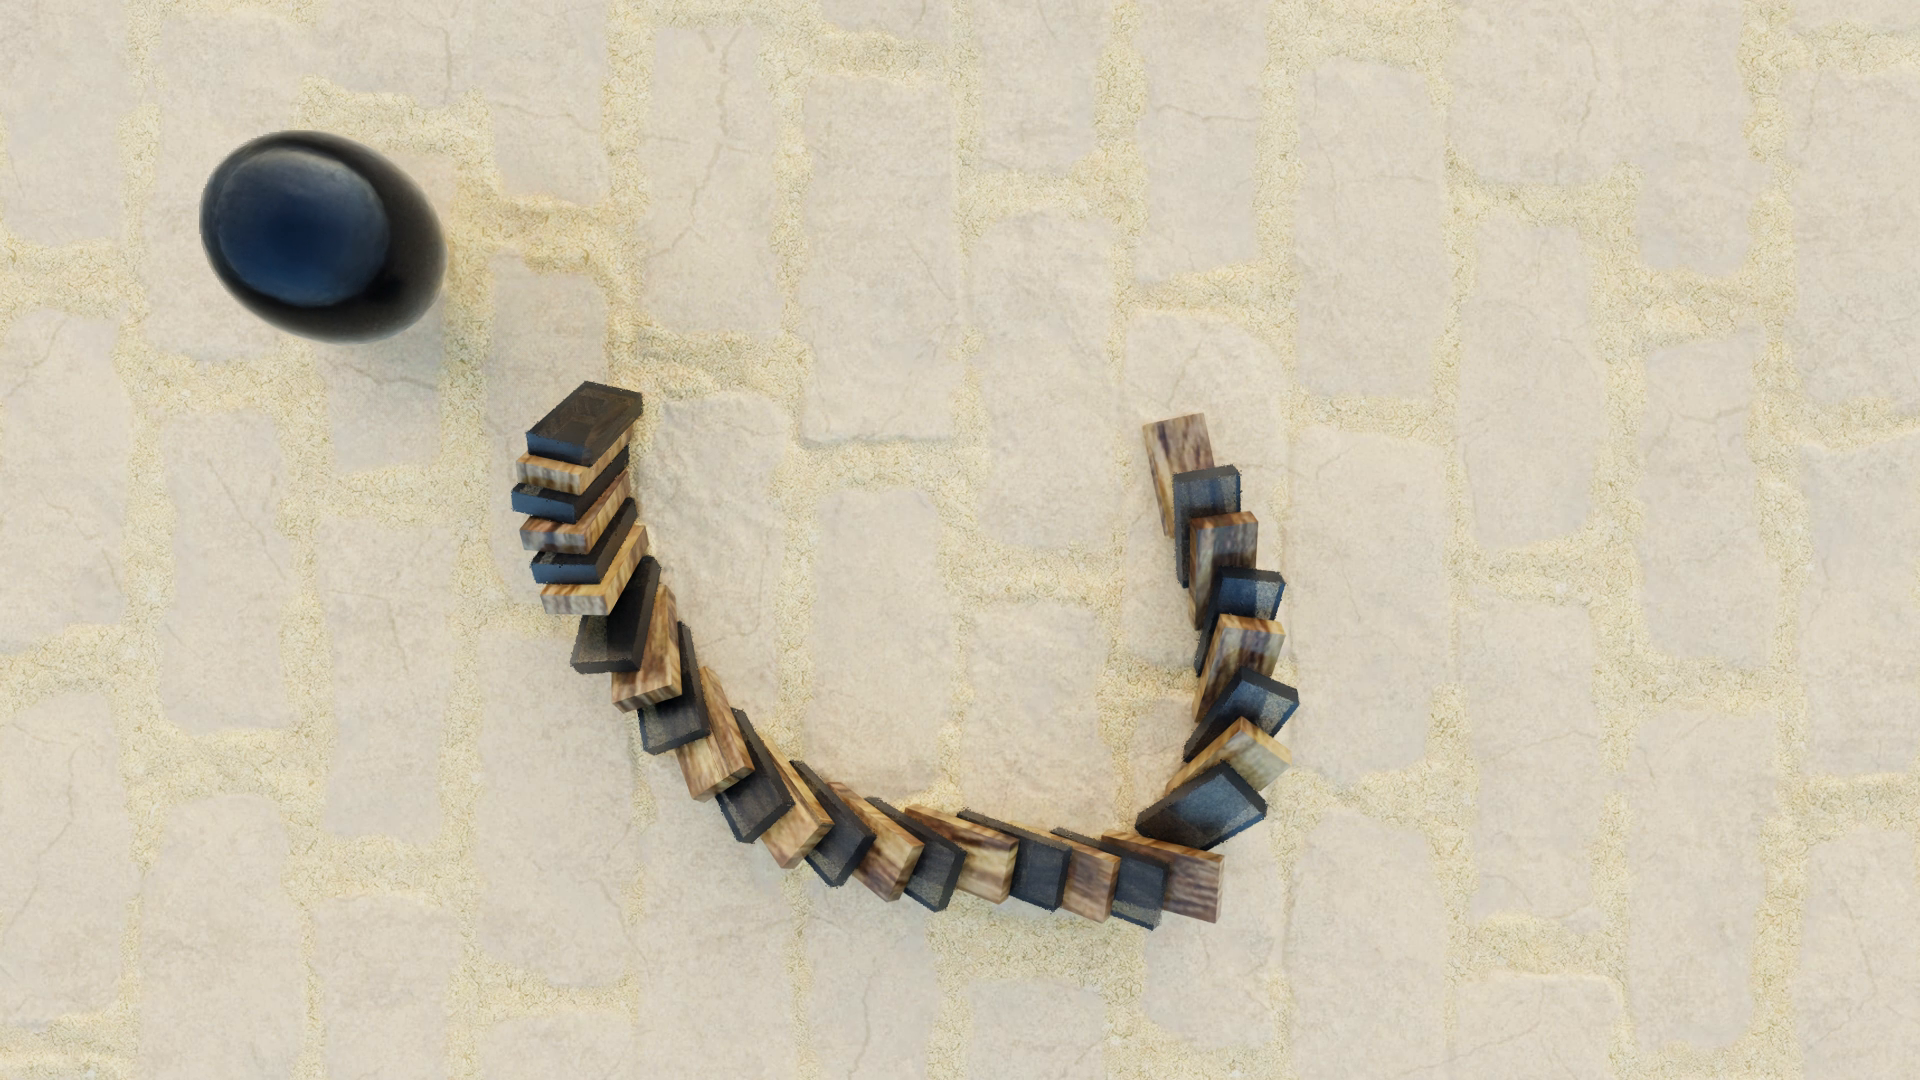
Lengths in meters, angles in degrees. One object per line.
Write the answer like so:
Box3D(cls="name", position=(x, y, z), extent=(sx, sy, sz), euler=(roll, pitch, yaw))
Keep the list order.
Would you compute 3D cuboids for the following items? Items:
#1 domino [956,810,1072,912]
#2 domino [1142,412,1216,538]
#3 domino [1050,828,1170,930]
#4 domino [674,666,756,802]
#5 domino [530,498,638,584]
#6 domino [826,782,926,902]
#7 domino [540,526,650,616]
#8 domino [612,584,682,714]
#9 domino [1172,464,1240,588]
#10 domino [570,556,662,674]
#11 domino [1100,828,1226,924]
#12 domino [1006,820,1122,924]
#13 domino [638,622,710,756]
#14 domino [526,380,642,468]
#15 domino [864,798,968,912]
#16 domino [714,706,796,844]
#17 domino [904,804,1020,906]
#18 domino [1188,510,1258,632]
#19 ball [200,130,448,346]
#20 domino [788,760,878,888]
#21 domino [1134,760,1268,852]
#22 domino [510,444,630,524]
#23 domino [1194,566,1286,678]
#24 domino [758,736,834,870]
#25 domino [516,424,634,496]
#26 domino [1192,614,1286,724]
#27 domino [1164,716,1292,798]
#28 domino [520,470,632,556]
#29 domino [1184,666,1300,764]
Box3D(cls="domino", position=(0.020, 0.134, 0.384), extent=(0.050, 0.010, 0.025), euler=(11, 90, 28))
Box3D(cls="domino", position=(0.097, -0.028, 0.395), extent=(0.025, 0.009, 0.050), euler=(-12, 90, 0))
Box3D(cls="domino", position=(0.060, 0.141, 0.384), extent=(0.050, 0.009, 0.025), euler=(11, 90, 28))
Box3D(cls="domino", position=(-0.107, 0.081, 0.383), extent=(0.025, 0.010, 0.050), euler=(-32, 60, 0))
Box3D(cls="domino", position=(-0.153, -0.001, 0.377), extent=(0.025, 0.050, 0.010), euler=(1, 124, 0))
Box3D(cls="domino", position=(-0.041, 0.125, 0.382), extent=(0.050, 0.010, 0.025), euler=(26, 91, 32))
Box3D(cls="domino", position=(-0.149, 0.011, 0.376), extent=(0.025, 0.050, 0.010), euler=(1, 124, 2))
Box3D(cls="domino", position=(-0.131, 0.045, 0.381), extent=(0.025, 0.009, 0.050), euler=(-18, 53, 0))
Box3D(cls="domino", position=(0.104, -0.005, 0.384), extent=(0.025, 0.010, 0.050), euler=(-10, 118, 0))
Box3D(cls="domino", position=(-0.142, 0.031, 0.381), extent=(0.025, 0.009, 0.050), euler=(-4, 54, 4))
Box3D(cls="domino", position=(0.084, 0.140, 0.384), extent=(0.050, 0.009, 0.025), euler=(5, 92, 28))
Box3D(cls="domino", position=(0.040, 0.138, 0.384), extent=(0.050, 0.010, 0.025), euler=(11, 90, 28))
Box3D(cls="domino", position=(-0.123, 0.062, 0.384), extent=(0.025, 0.009, 0.050), euler=(-21, 62, 0))
Box3D(cls="domino", position=(-0.153, -0.048, 0.377), extent=(0.025, 0.050, 0.009), euler=(12, 124, 0))
Box3D(cls="domino", position=(-0.023, 0.130, 0.383), extent=(0.050, 0.010, 0.025), euler=(20, 90, 32))
Box3D(cls="domino", position=(-0.091, 0.098, 0.382), extent=(0.025, 0.010, 0.050), euler=(-42, 59, 4))
Box3D(cls="domino", position=(-0.002, 0.131, 0.385), extent=(0.050, 0.010, 0.025), euler=(11, 90, 27))
Box3D(cls="domino", position=(0.110, 0.013, 0.383), extent=(0.025, 0.009, 0.050), euler=(-8, 120, -1))
Box3D(cls="ball", position=(-0.247, -0.117, 0.360), extent=(0.080, 0.080, 0.080), euler=(0, 90, 0))
Box3D(cls="domino", position=(-0.060, 0.118, 0.383), extent=(0.050, 0.010, 0.025), euler=(35, 90, 32))
Box3D(cls="domino", position=(0.100, 0.115, 0.383), extent=(0.025, 0.010, 0.050), euler=(45, 122, 0))
Box3D(cls="domino", position=(-0.159, -0.026, 0.377), extent=(0.025, 0.050, 0.009), euler=(12, 124, 0))
Box3D(cls="domino", position=(0.116, 0.036, 0.384), extent=(0.025, 0.010, 0.050), euler=(6, 119, 0))
Box3D(cls="domino", position=(-0.077, 0.109, 0.383), extent=(0.025, 0.009, 0.050), euler=(-48, 58, 2))
Box3D(cls="domino", position=(-0.157, -0.038, 0.377), extent=(0.025, 0.050, 0.010), euler=(12, 124, 0))
Box3D(cls="domino", position=(0.116, 0.056, 0.384), extent=(0.025, 0.010, 0.050), euler=(8, 119, 0))
Box3D(cls="domino", position=(0.111, 0.098, 0.383), extent=(0.025, 0.009, 0.050), euler=(35, 122, 0))
Box3D(cls="domino", position=(-0.157, -0.013, 0.377), extent=(0.025, 0.050, 0.009), euler=(4, 124, 0))
Box3D(cls="domino", position=(0.117, 0.078, 0.382), extent=(0.025, 0.010, 0.050), euler=(23, 122, -1))
